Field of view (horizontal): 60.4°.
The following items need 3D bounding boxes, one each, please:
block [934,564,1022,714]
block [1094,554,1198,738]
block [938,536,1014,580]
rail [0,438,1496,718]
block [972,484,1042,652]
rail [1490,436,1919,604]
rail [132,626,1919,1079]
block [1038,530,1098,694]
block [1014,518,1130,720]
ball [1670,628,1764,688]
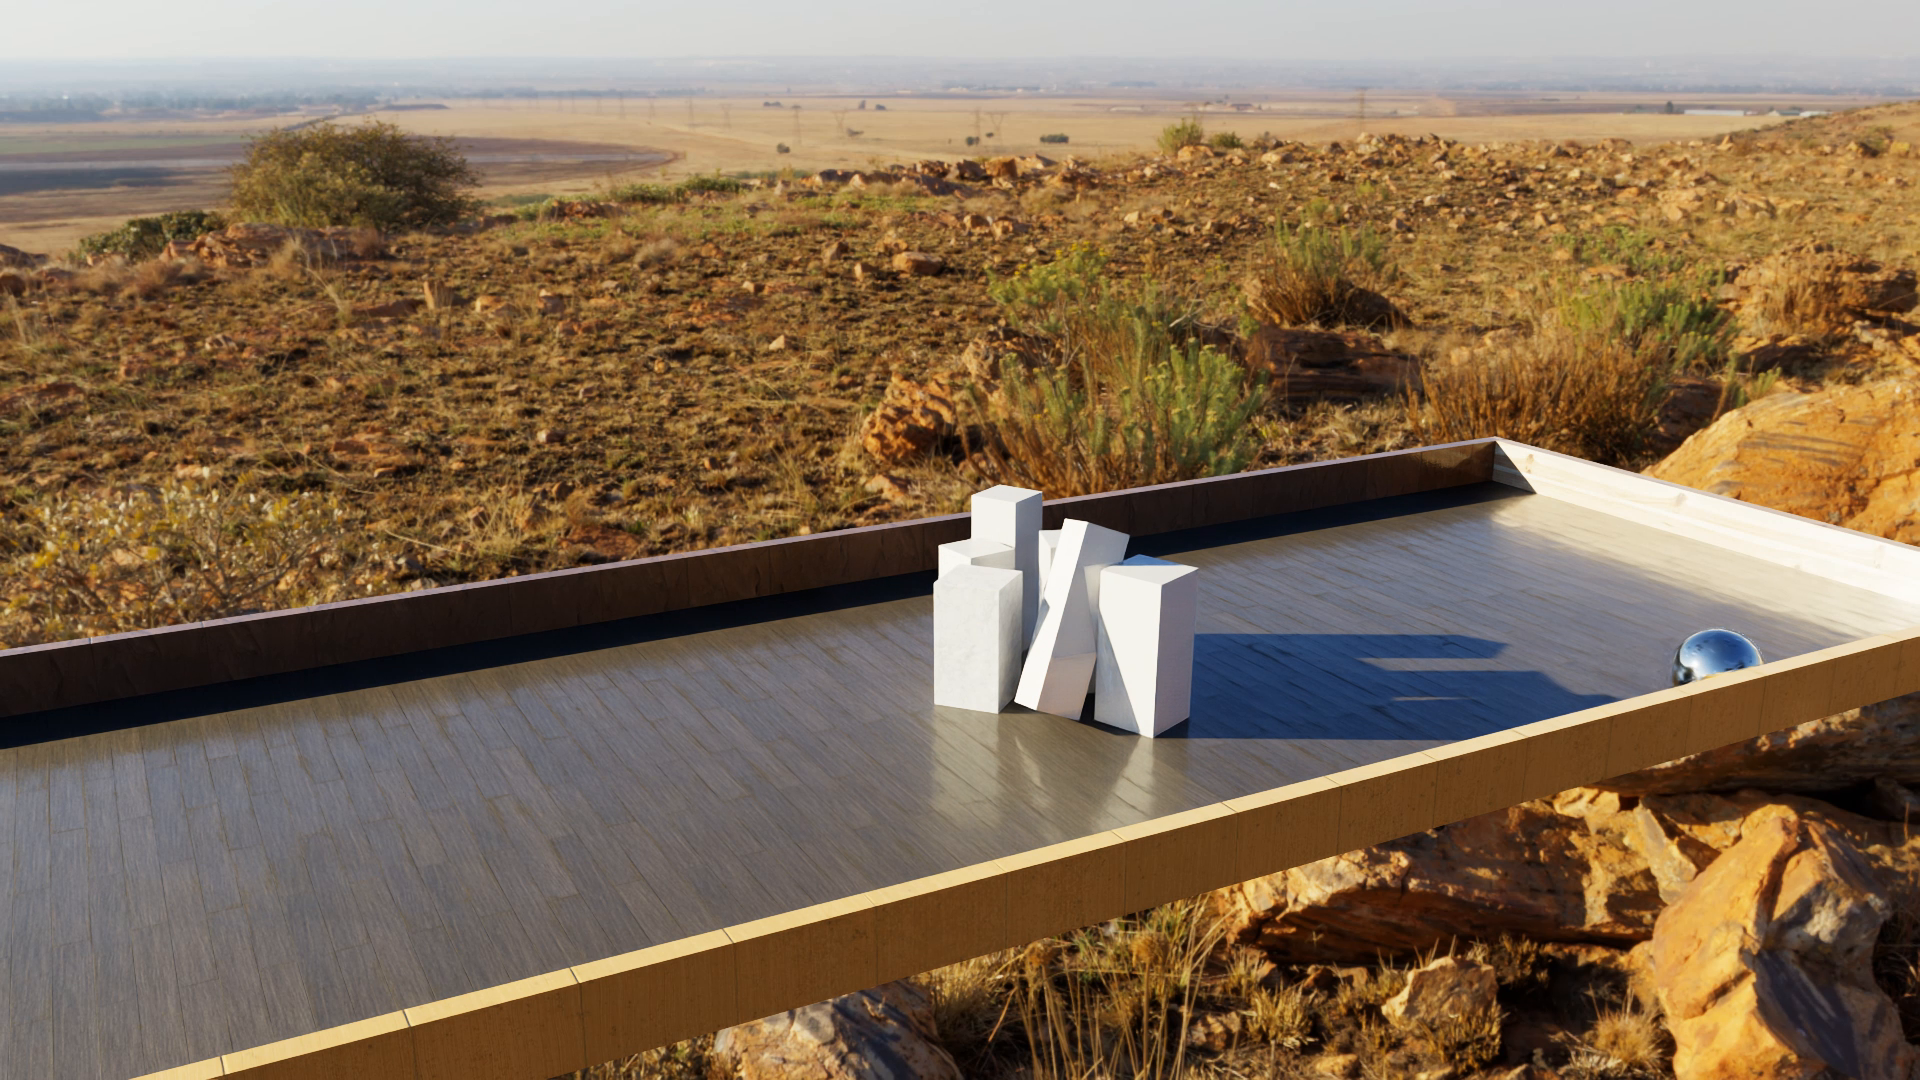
[{"bbox_3d":[0.045,0.237,4.002,0.164,0.309,0.164,6,18,21],"label":"block"},{"bbox_3d":[0.435,0.245,3.855,0.162,0.372,0.162,14,22,36],"label":"block"},{"bbox_3d":[0.042,0.171,4.208,0.137,0.319,0.137,-11,20,-34],"label":"block"},{"bbox_3d":[-3.305,0.497,3.399,12.000,0.150,0.050,-9,18,-27],"label":"rail"},{"bbox_3d":[0.123,0.079,4.349,0.134,0.416,0.134,11,20,32],"label":"block"},{"bbox_3d":[2.466,-0.048,5.253,0.050,0.150,2.100,-9,18,-27],"label":"rail"},{"bbox_3d":[-2.336,1.006,1.665,12.000,0.150,0.050,-9,18,-27],"label":"rail"},{"bbox_3d":[0.289,0.176,4.085,0.164,0.374,0.164,-2,15,-6],"label":"block"},{"bbox_3d":[0.263,0.186,3.882,0.117,0.450,0.117,16,-2,-23],"label":"block"},{"bbox_3d":[1.803,0.314,3.927,0.204,0.204,0.204,0,16,0],"label":"ball"}]
